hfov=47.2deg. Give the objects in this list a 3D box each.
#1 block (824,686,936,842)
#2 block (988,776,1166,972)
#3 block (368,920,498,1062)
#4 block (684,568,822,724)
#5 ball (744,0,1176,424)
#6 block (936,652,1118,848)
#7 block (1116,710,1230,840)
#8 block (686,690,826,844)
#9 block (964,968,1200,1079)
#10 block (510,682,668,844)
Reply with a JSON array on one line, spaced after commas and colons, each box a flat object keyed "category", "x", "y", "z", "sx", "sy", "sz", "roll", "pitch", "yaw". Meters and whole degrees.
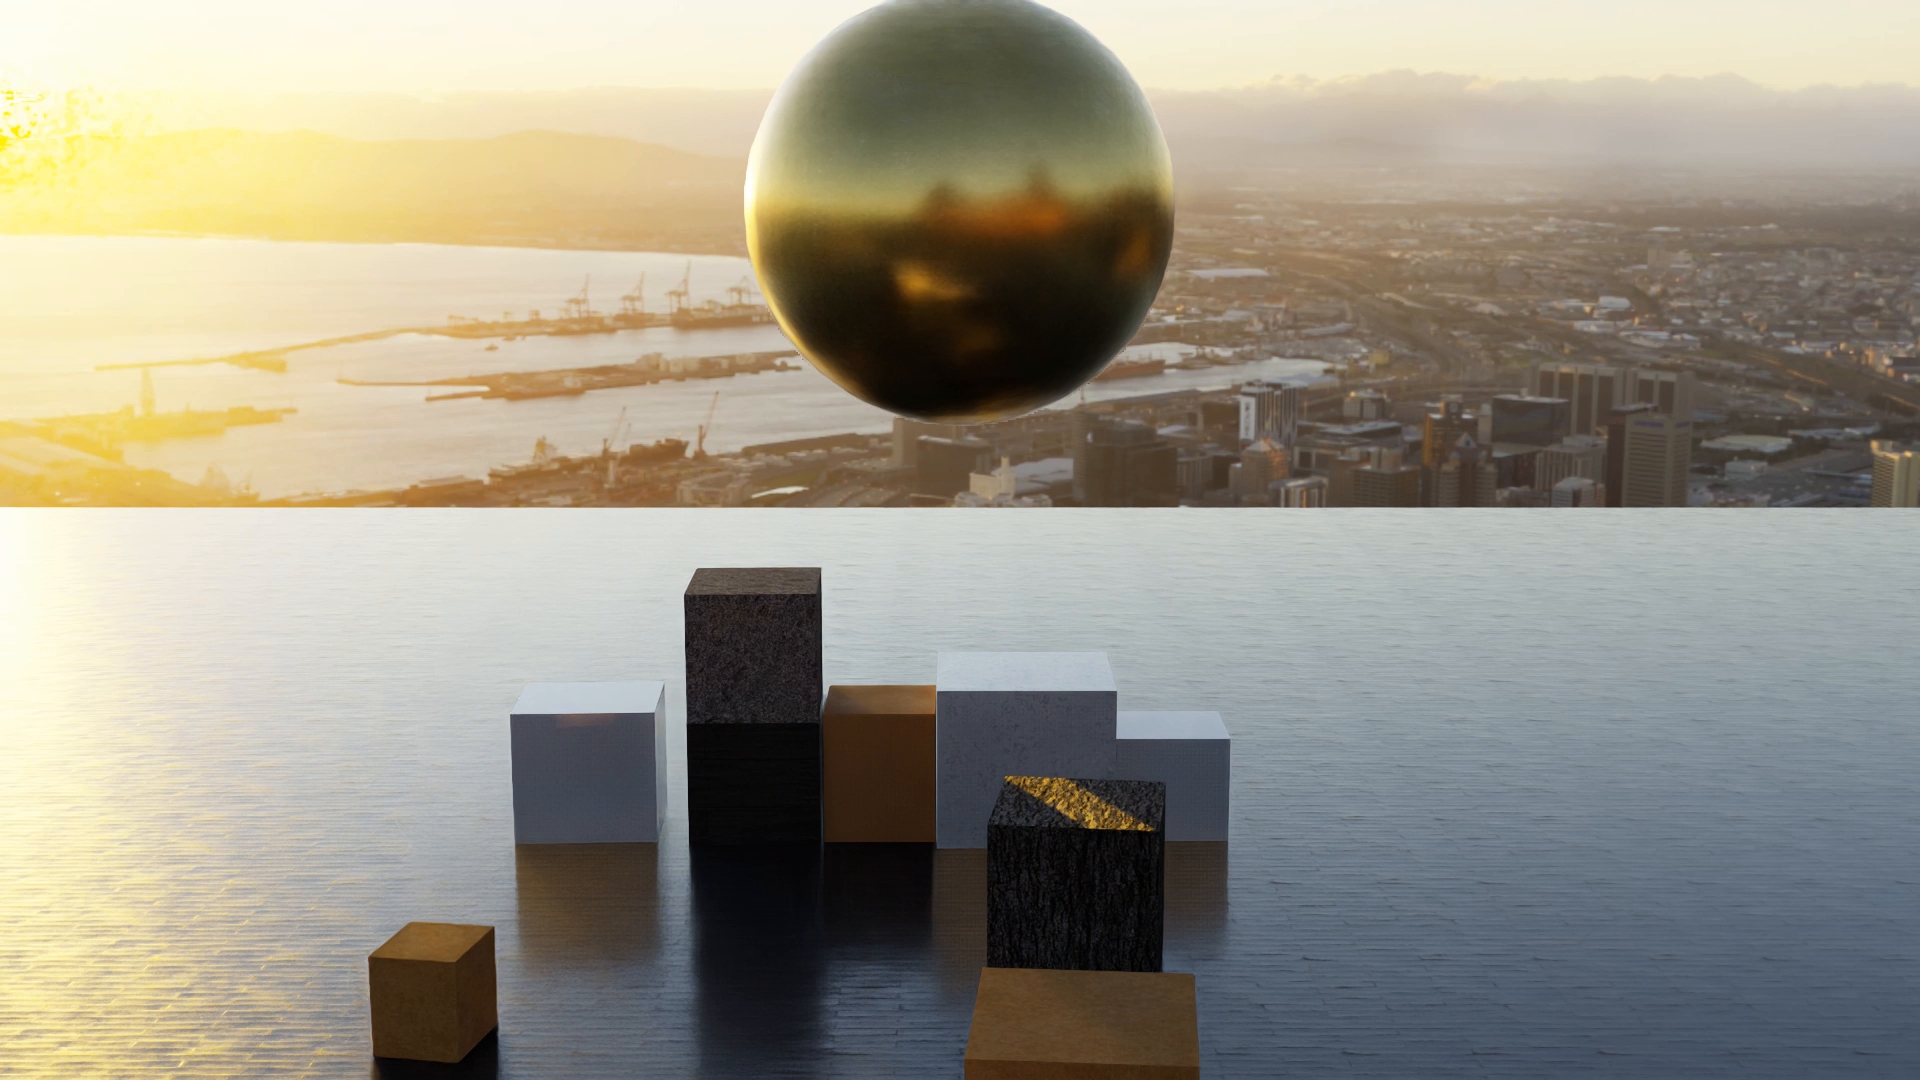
[{"category": "block", "x": -0.407, "y": 1.148, "z": 11.383, "sx": 0.562, "sy": 0.668, "sz": 0.597, "roll": 0, "pitch": 10, "yaw": 0}, {"category": "block", "x": 0.505, "y": 1.476, "z": 9.371, "sx": 0.702, "sy": 0.743, "sz": 0.705, "roll": 1, "pitch": 10, "yaw": 7}, {"category": "block", "x": -2.071, "y": 1.775, "z": 8.666, "sx": 0.353, "sy": 0.407, "sz": 0.398, "roll": 2, "pitch": 10, "yaw": 10}, {"category": "block", "x": -1.049, "y": 0.530, "z": 11.295, "sx": 0.654, "sy": 0.658, "sz": 0.696, "roll": 0, "pitch": 10, "yaw": -1}, {"category": "ball", "x": 0.000, "y": -1.231, "z": 8.170, "sx": 1.600, "sy": 1.600, "sz": 1.600, "roll": 0, "pitch": 10, "yaw": 0}, {"category": "block", "x": 0.331, "y": 1.073, "z": 11.388, "sx": 0.894, "sy": 0.814, "sz": 0.842, "roll": 0, "pitch": 10, "yaw": 0}, {"category": "block", "x": 1.075, "y": 1.215, "z": 11.388, "sx": 0.574, "sy": 0.535, "sz": 0.550, "roll": 0, "pitch": 10, "yaw": 0}, {"category": "block", "x": -1.037, "y": 1.169, "z": 11.381, "sx": 0.664, "sy": 0.629, "sz": 0.672, "roll": 0, "pitch": 10, "yaw": 0}, {"category": "block", "x": 0.403, "y": 1.887, "z": 7.171, "sx": 0.719, "sy": 0.721, "sz": 0.764, "roll": 1, "pitch": 10, "yaw": 5}, {"category": "block", "x": -1.909, "y": 1.143, "z": 11.387, "sx": 0.719, "sy": 0.677, "sz": 0.643, "roll": -1, "pitch": 10, "yaw": -3}]
